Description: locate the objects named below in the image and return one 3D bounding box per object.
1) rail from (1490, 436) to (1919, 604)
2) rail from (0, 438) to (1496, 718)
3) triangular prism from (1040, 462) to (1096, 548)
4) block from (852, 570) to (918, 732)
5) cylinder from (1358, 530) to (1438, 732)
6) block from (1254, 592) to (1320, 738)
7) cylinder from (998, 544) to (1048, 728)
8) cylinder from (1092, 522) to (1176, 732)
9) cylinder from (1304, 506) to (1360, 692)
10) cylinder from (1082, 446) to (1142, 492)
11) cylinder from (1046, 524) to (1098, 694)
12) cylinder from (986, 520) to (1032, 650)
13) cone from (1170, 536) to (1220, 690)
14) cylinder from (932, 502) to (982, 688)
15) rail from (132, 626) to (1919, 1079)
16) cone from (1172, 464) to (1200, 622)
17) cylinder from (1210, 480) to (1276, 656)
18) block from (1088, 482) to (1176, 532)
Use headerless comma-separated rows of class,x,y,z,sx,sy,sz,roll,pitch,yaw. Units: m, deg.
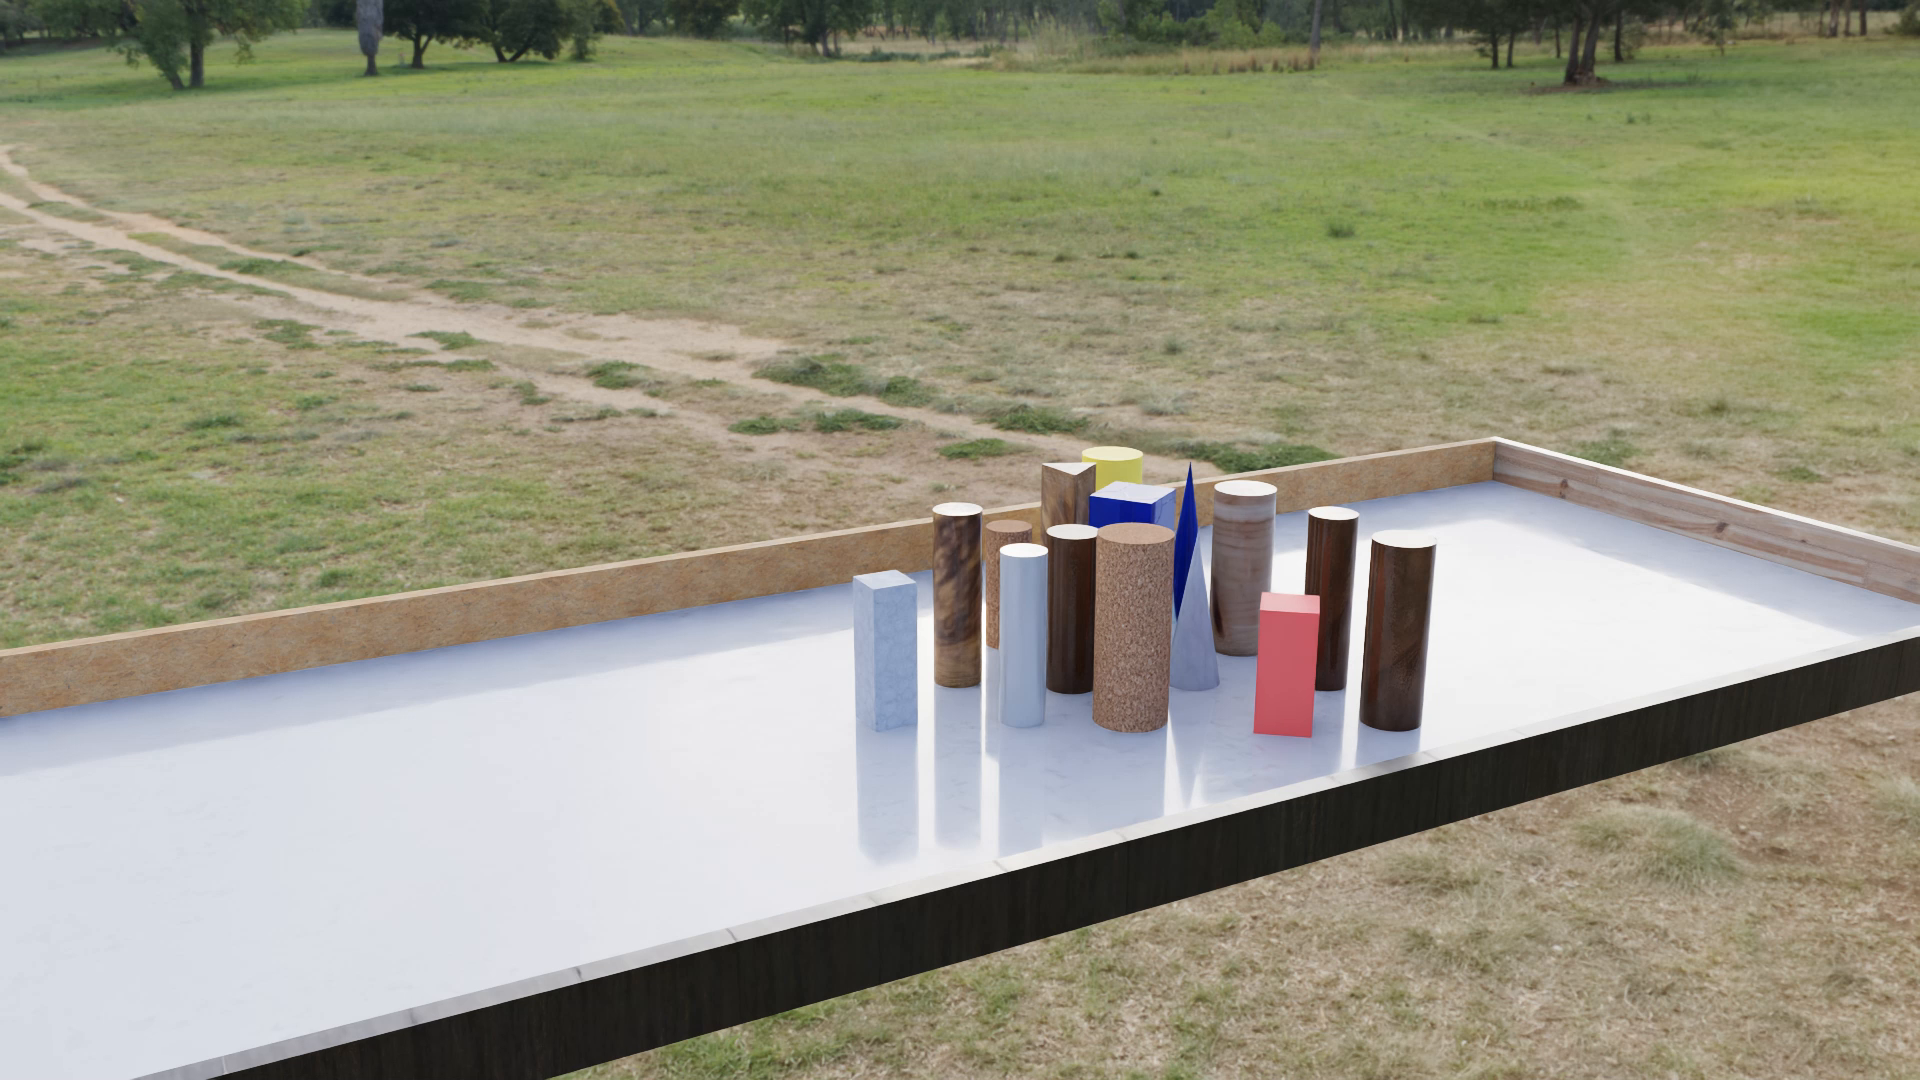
rail,2.466,-0.048,5.253,0.050,0.150,2.100,-9,18,-27
rail,-3.305,0.497,3.399,12.000,0.150,0.050,-9,18,-27
triangular prism,0.322,0.000,4.599,0.129,0.426,0.149,-11,20,-32
block,-0.174,0.258,3.856,0.111,0.349,0.111,-9,18,-27
cylinder,1.019,0.211,3.844,0.146,0.447,0.146,0,16,0
block,0.759,0.289,3.835,0.132,0.302,0.132,3,17,11
cylinder,0.147,0.224,3.853,0.111,0.418,0.111,0,16,0
cylinder,0.404,0.203,3.852,0.179,0.457,0.179,0,16,0
cylinder,0.910,0.146,4.075,0.120,0.441,0.120,0,16,0
cylinder,0.442,-0.059,4.844,0.176,0.401,0.176,0,16,0
cylinder,0.277,0.171,4.068,0.132,0.398,0.132,0,16,0
cylinder,0.129,0.119,4.374,0.122,0.325,0.122,0,16,0
cone,0.583,0.167,4.095,0.140,0.391,0.140,0,16,0
cylinder,-0.006,0.138,4.097,0.122,0.445,0.122,0,16,0
rail,-2.336,1.006,1.665,12.000,0.150,0.050,-9,18,-27
cone,0.629,-0.002,4.565,0.133,0.449,0.133,0,16,0
cylinder,0.740,0.074,4.330,0.160,0.435,0.160,0,16,0
block,0.447,0.082,4.319,0.170,0.428,0.170,9,18,27
